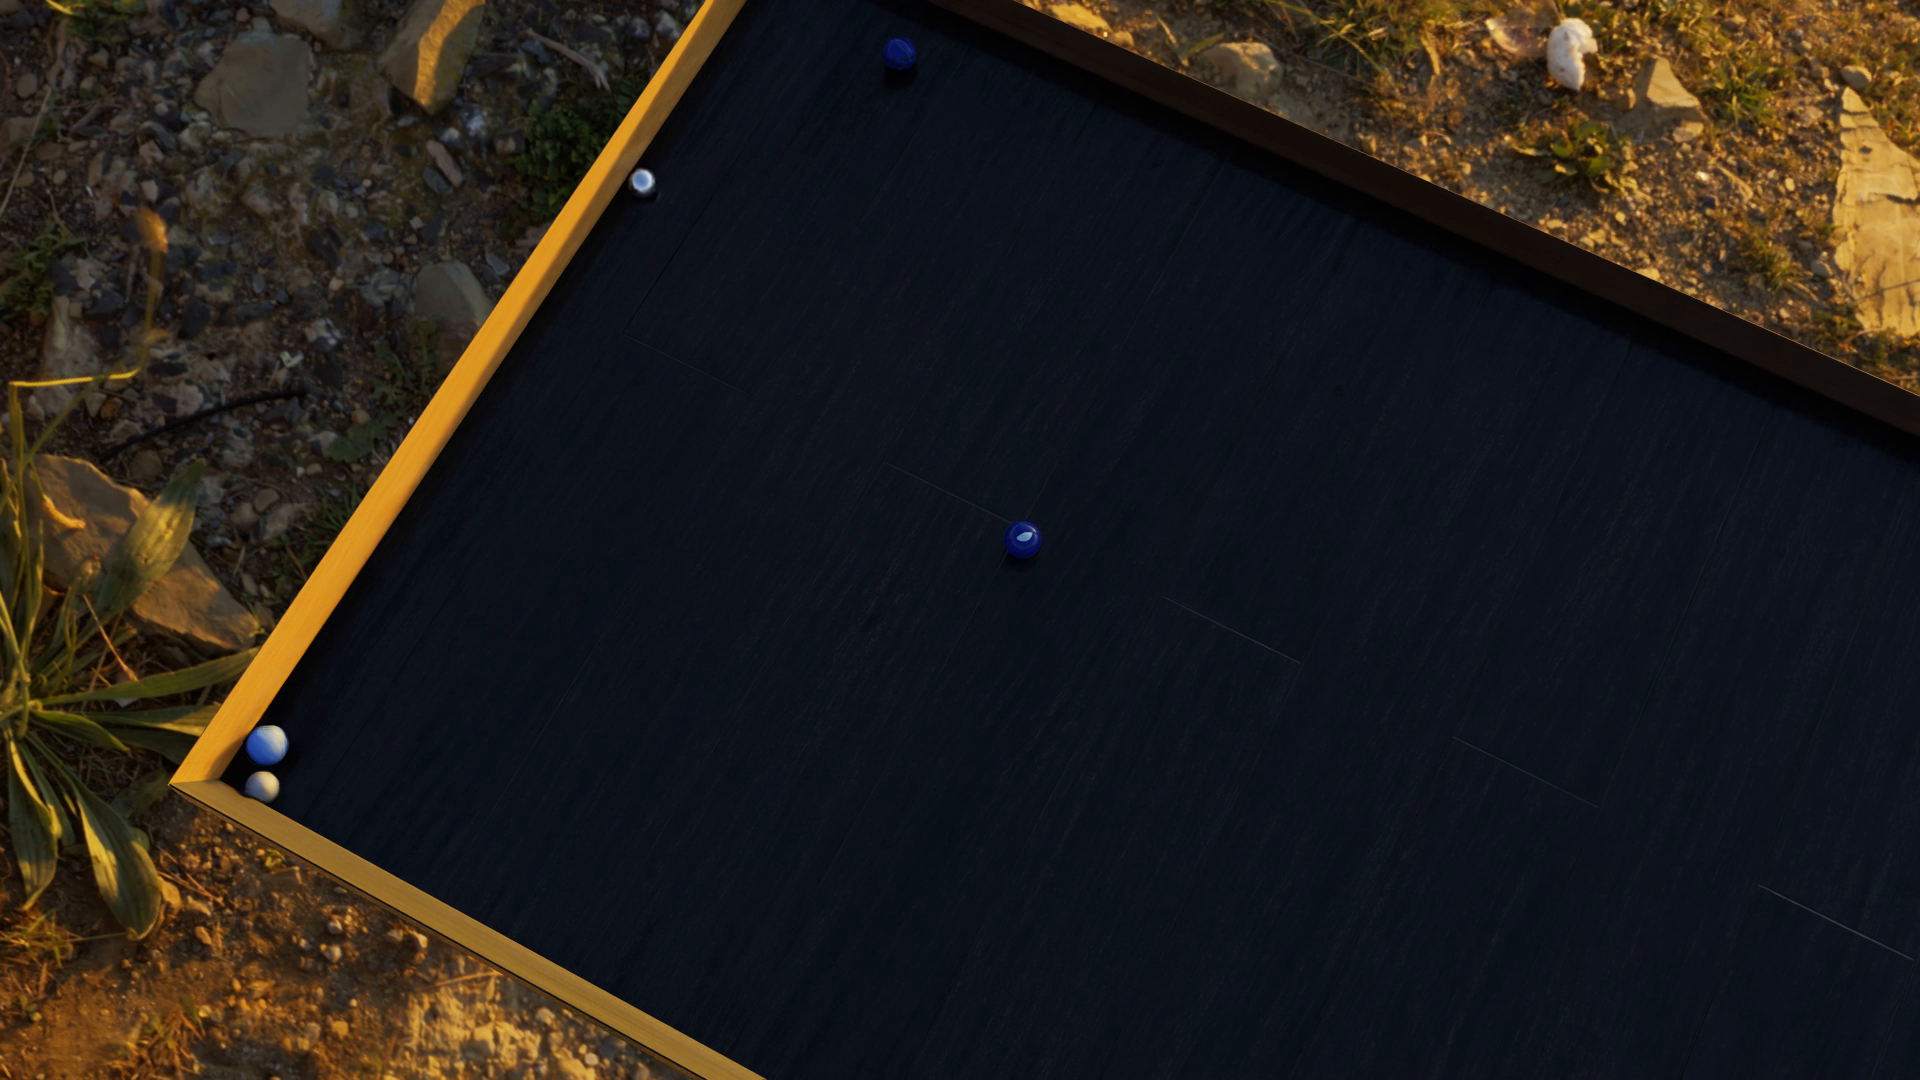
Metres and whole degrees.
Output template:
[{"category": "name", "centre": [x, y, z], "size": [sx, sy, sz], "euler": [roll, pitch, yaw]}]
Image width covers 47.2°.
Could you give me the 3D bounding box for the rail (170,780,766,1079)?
[{"category": "rail", "centre": [0.337, 1.101, 3.036], "size": [3.425, 0.082, 0.045], "euler": [26, 70, 10]}]

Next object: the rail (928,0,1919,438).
[{"category": "rail", "centre": [1.177, -0.372, 3.639], "size": [3.425, 0.082, 0.045], "euler": [26, 70, 10]}]

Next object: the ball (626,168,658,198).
[{"category": "ball", "centre": [-0.542, -0.610, 3.754], "size": [0.052, 0.052, 0.052], "euler": [0, 68, 0]}]

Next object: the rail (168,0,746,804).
[{"category": "rail", "centre": [-0.736, -0.365, 3.636], "size": [0.045, 0.082, 1.847], "euler": [26, 70, 10]}]

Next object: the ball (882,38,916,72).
[{"category": "ball", "centre": [-0.106, -0.850, 3.849], "size": [0.058, 0.058, 0.058], "euler": [0, 68, 0]}]

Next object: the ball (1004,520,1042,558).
[{"category": "ball", "centre": [0.100, 0.000, 3.499], "size": [0.061, 0.061, 0.061], "euler": [0, 68, 0]}]

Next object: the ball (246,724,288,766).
[{"category": "ball", "centre": [-1.061, 0.314, 3.369], "size": [0.063, 0.063, 0.063], "euler": [0, 68, 0]}]

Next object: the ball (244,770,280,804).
[{"category": "ball", "centre": [-1.063, 0.377, 3.350], "size": [0.052, 0.052, 0.052], "euler": [0, 68, 0]}]
